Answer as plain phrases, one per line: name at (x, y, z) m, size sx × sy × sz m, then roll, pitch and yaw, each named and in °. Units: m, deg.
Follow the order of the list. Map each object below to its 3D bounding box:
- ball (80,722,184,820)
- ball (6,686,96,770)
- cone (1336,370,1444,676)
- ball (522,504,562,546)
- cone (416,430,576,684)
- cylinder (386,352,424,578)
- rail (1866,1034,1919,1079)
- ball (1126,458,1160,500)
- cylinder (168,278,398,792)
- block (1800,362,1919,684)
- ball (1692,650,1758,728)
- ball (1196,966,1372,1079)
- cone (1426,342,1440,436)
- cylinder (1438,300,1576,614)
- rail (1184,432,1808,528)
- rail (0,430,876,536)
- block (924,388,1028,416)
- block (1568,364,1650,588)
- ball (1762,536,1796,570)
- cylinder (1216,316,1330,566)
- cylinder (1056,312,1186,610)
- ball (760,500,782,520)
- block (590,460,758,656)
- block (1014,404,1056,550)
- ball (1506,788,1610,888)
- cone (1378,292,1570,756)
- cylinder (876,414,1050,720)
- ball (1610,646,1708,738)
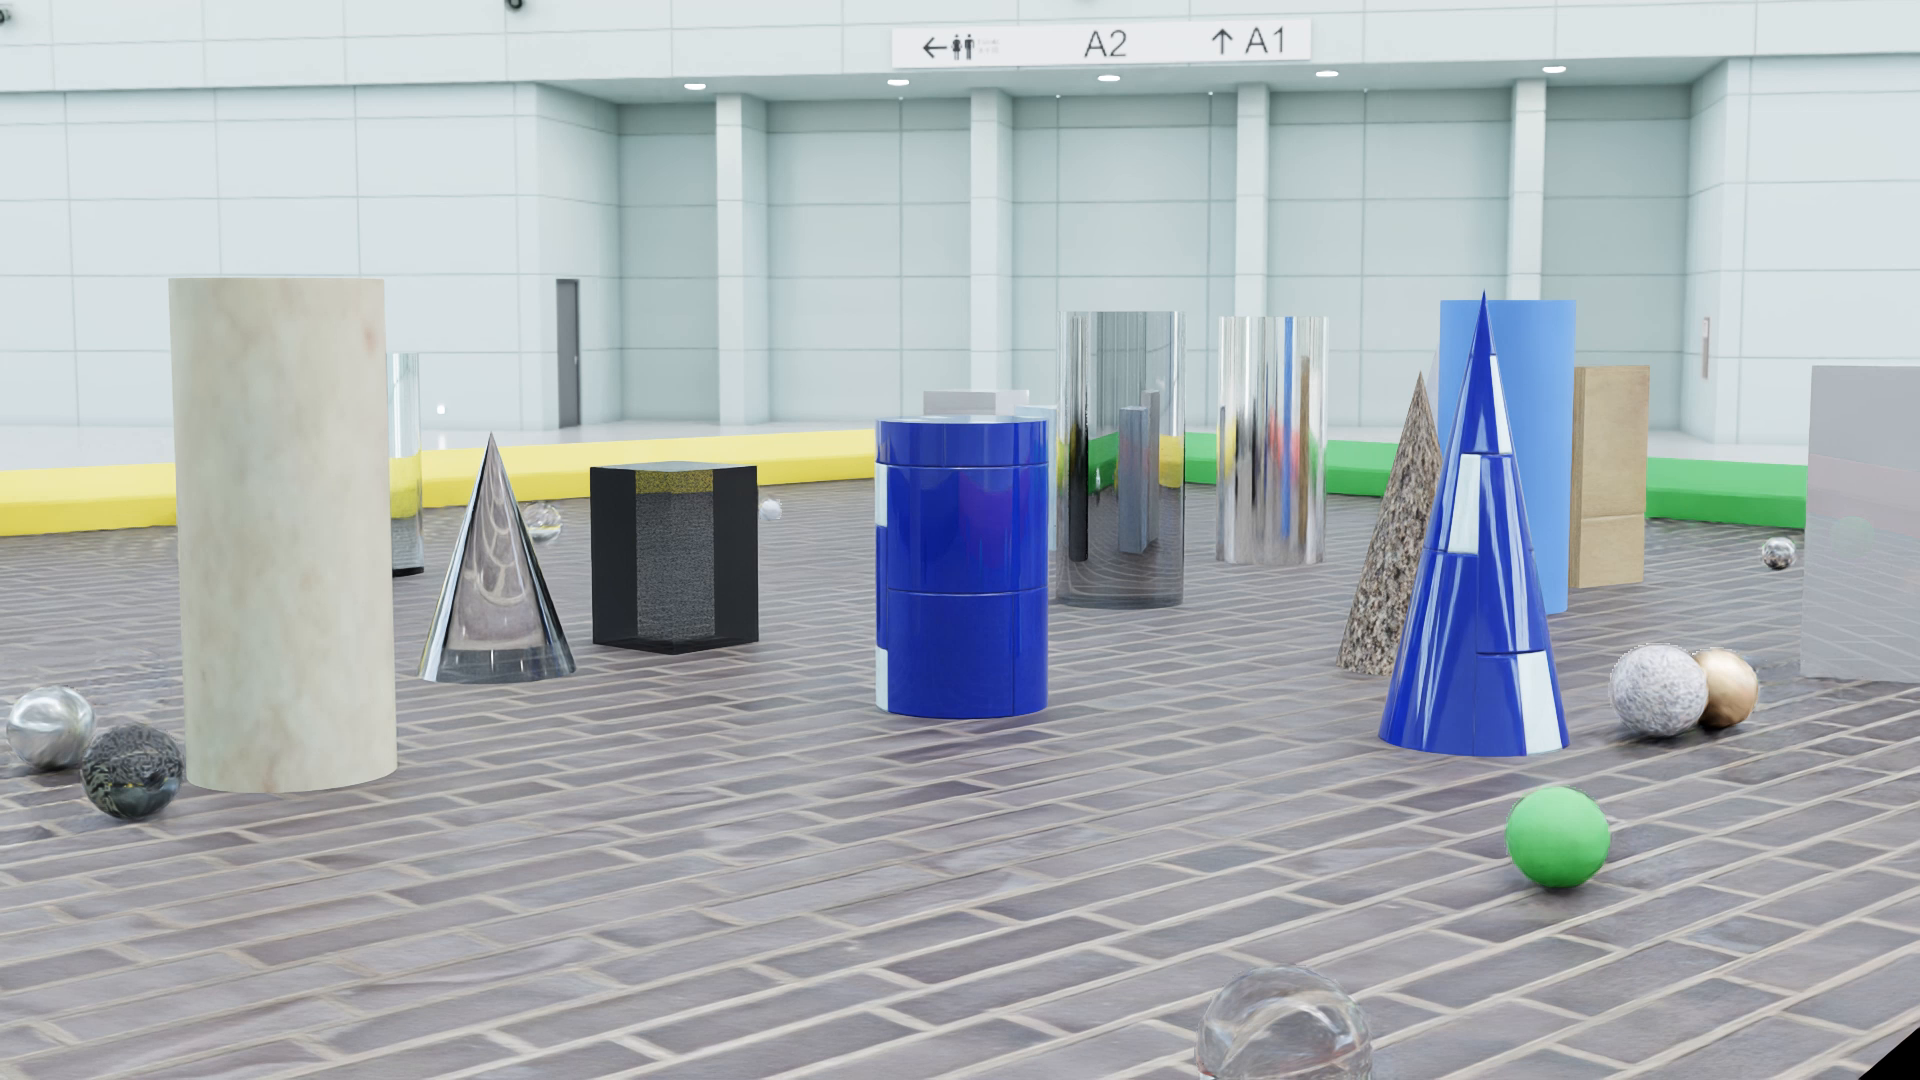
ball at (-0.725, 0.203, 1.927) m, size 0.084 × 0.084 × 0.084 m, roll 0°, pitch 6°, yaw 0°
ball at (-0.882, 0.182, 2.136) m, size 0.081 × 0.081 × 0.081 m, roll 0°, pitch 6°, yaw 0°
cone at (0.571, -0.028, 2.745) m, size 0.196 × 0.372 × 0.196 m, roll 0°, pitch 6°, yaw 0°
ball at (-0.794, -0.029, 4.158) m, size 0.080 × 0.080 × 0.080 m, roll 0°, pitch 6°, yaw 0°
cone at (-0.573, 0.014, 2.705) m, size 0.196 × 0.298 × 0.196 m, roll 0°, pitch 6°, yaw 0°
cylinder at (-1.011, -0.130, 3.720) m, size 0.196 × 0.372 × 0.196 m, roll 0°, pitch 6°, yaw 0°
rail at (1.356, 0.186, 1.870) m, size 4.112 × 0.127 × 0.045 m, roll -5°, pitch 8°, yaw -42°
ball at (0.419, -0.141, 5.149) m, size 0.098 × 0.098 × 0.098 m, roll 0°, pitch 6°, yaw 0°
cylinder at (-0.646, -0.012, 2.106) m, size 0.196 × 0.473 × 0.196 m, roll 0°, pitch 6°, yaw 0°
block at (1.127, -0.026, 2.704) m, size 0.156 × 0.378 × 0.156 m, roll 3°, pitch 7°, yaw 24°
ball at (0.807, 0.159, 2.343) m, size 0.084 × 0.084 × 0.084 m, roll 0°, pitch 6°, yaw 0°
ball at (0.174, 0.276, 1.182) m, size 0.093 × 0.093 × 0.093 m, roll 0°, pitch 6°, yaw 0°
cone at (0.859, -0.165, 3.971) m, size 0.196 × 0.390 × 0.196 m, roll 0°, pitch 6°, yaw 0°
cylinder at (0.812, -0.128, 3.285) m, size 0.196 × 0.458 × 0.196 m, roll 0°, pitch 6°, yaw 0°
rail at (1.494, -0.110, 4.703) m, size 0.045 × 0.127 × 4.048 m, roll -5°, pitch 8°, yaw -42°
rail at (-1.356, -0.120, 4.794) m, size 4.112 × 0.127 × 0.045 m, roll -5°, pitch 8°, yaw -42°
block at (0.032, -0.153, 4.359) m, size 0.156 × 0.286 × 0.156 m, roll 3°, pitch 7°, yaw 26°
block at (1.014, -0.110, 3.617) m, size 0.156 × 0.354 × 0.156 m, roll -4°, pitch 7°, yaw -34°
ball at (1.407, 0.023, 3.778) m, size 0.057 × 0.057 × 0.057 m, roll 0°, pitch 6°, yaw 0°
cylinder at (0.555, -0.181, 3.917) m, size 0.196 × 0.433 × 0.196 m, roll 0°, pitch 6°, yaw 0°
cylinder at (0.244, -0.126, 3.349) m, size 0.196 × 0.442 × 0.196 m, roll 0°, pitch 6°, yaw 0°
ball at (-0.401, -0.063, 4.661) m, size 0.043 × 0.043 × 0.043 m, roll 0°, pitch 6°, yaw 0°
block at (-0.381, 0.020, 2.940) m, size 0.156 × 0.237 × 0.156 m, roll 5°, pitch 8°, yaw 39°
block at (0.208, -0.122, 4.170) m, size 0.156 × 0.263 × 0.156 m, roll -3°, pitch 7°, yaw -26°
ball at (0.462, 0.230, 1.699) m, size 0.078 × 0.078 × 0.078 m, roll 0°, pitch 6°, yaw 0°
cone at (0.536, -0.026, 2.271) m, size 0.196 × 0.467 × 0.196 m, roll 0°, pitch 6°, yaw 0°
cylinder at (0.002, 0.025, 2.479) m, size 0.196 × 0.323 × 0.196 m, roll 0°, pitch 6°, yaw 0°
ball at (0.730, 0.158, 2.296) m, size 0.096 × 0.096 × 0.096 m, roll 0°, pitch 6°, yaw 0°
